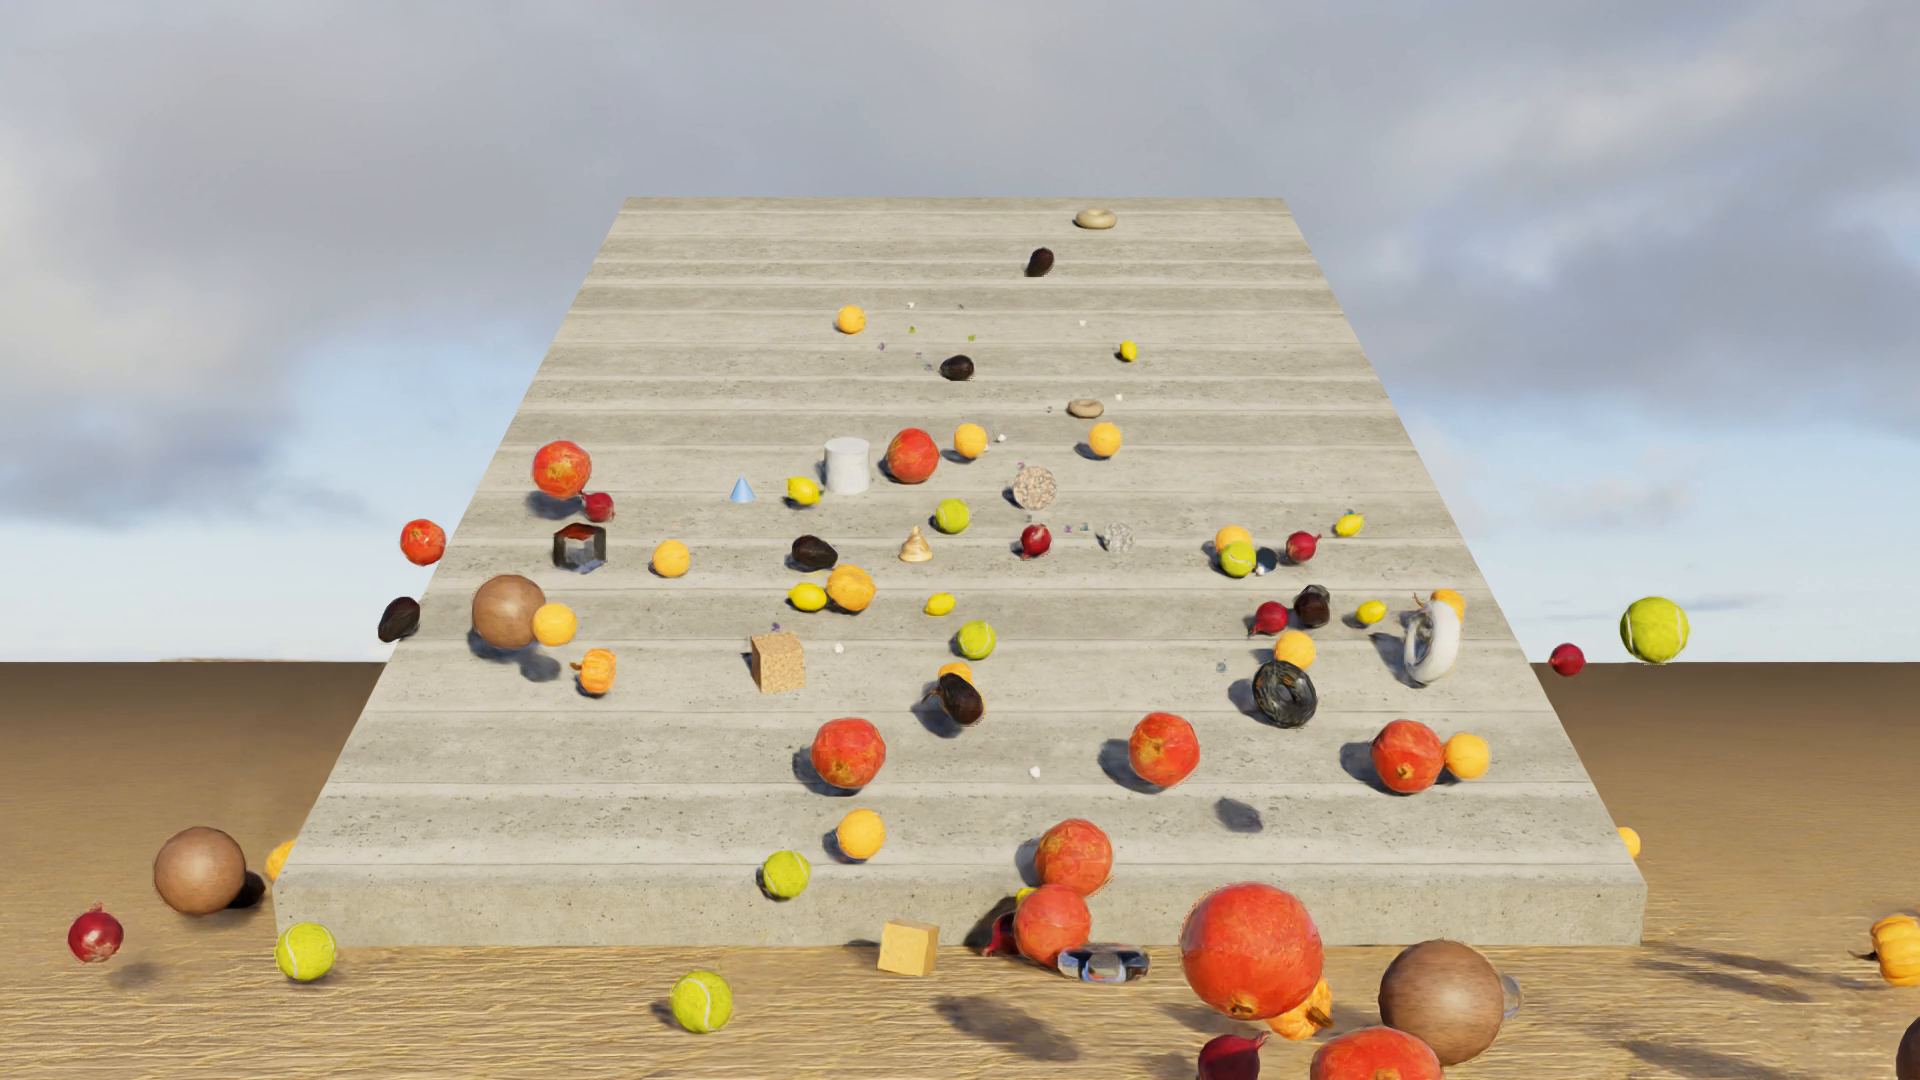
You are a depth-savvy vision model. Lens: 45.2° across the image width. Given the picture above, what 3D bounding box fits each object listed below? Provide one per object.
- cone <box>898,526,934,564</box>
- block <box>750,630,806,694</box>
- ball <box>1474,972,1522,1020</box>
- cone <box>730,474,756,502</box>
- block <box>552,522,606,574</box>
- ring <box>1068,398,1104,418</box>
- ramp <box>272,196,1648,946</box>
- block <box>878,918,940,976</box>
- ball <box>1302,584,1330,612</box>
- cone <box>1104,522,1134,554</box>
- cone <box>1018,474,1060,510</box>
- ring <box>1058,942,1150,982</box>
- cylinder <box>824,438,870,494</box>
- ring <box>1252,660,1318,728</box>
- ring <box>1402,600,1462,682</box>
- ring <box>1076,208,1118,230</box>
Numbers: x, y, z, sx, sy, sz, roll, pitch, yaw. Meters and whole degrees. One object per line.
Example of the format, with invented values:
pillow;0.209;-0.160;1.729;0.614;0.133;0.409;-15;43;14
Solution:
cone;-0.085;0.000;4.464;0.070;0.070;0.070;0;23;0
block;-0.312;0.210;3.955;0.076;0.076;0.076;-7;24;-16
ball;0.630;0.535;2.703;0.055;0.055;0.055;0;-3;0
cone;-0.449;-0.111;4.748;0.054;0.054;0.054;0;23;0
block;-0.728;0.016;4.423;0.071;0.071;0.071;11;25;24
ring;0.285;-0.300;5.234;0.083;0.028;0.083;1;22;0
ramp;-0.007;-0.225;5.218;2.000;0.100;4.000;0;23;0
block;-0.069;0.547;3.107;0.062;0.062;0.062;8;0;14
ball;0.653;0.106;4.238;0.052;0.052;0.052;0;-3;0
cone;0.319;-0.001;4.523;0.061;0.061;0.061;-1;-5;19
cone;0.147;-0.103;4.747;0.092;0.092;0.092;1;16;-21
ring;0.191;0.560;3.060;0.124;0.041;0.124;1;-2;0
cylinder;-0.235;-0.154;4.801;0.093;0.093;0.093;0;23;0
ring;0.539;0.255;3.832;0.122;0.122;0.041;2;-30;-31
ring;0.803;0.173;3.932;0.048;0.145;0.145;16;-8;-17
ring;0.398;-0.937;6.733;0.123;0.041;0.123;1;22;0
